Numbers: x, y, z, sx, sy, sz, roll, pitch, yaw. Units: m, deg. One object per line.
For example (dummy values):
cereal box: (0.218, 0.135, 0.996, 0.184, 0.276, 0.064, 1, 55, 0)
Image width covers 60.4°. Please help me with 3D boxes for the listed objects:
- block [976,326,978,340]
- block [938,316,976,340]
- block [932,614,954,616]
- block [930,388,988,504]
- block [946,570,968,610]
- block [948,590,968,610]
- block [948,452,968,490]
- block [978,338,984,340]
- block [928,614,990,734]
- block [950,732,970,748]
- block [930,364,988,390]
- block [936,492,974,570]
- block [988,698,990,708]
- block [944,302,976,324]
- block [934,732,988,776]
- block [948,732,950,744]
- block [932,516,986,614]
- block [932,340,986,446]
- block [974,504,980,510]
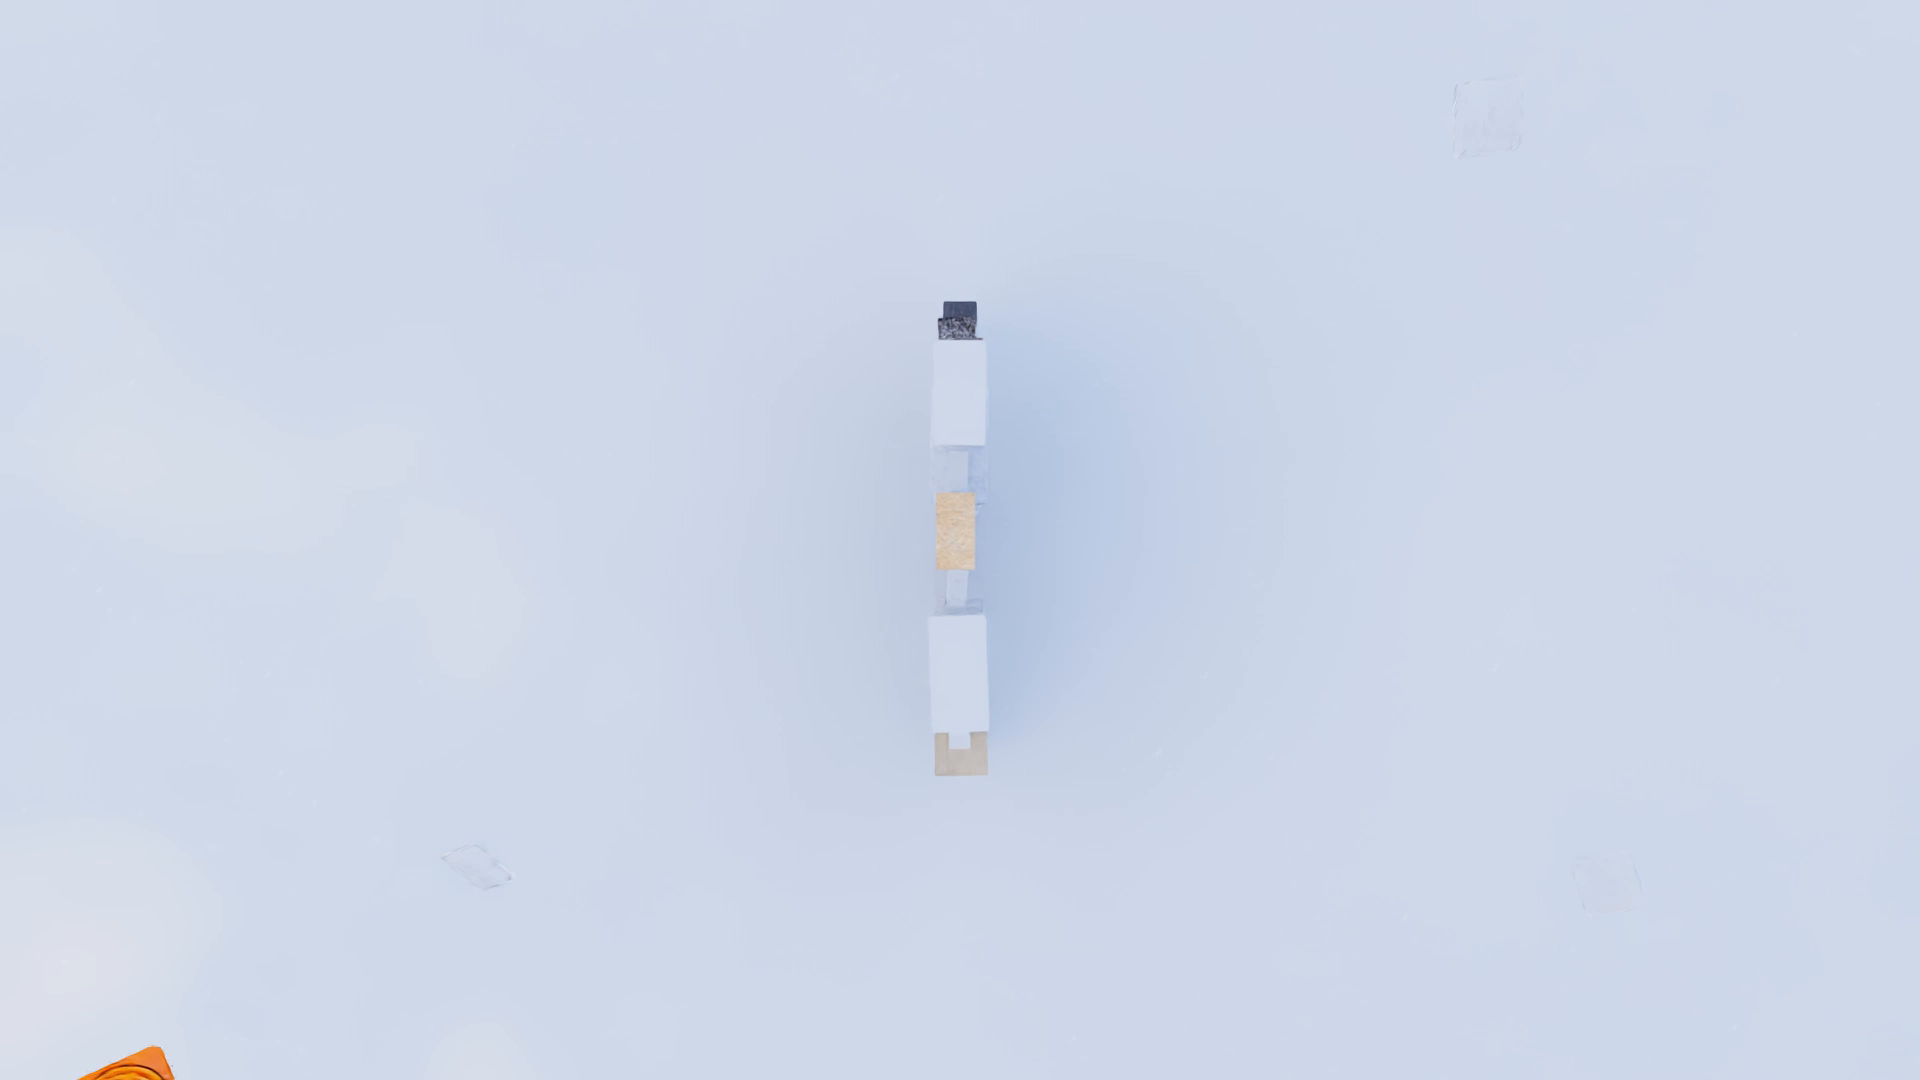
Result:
block: (0.000, -0.580, 4.771, 0.103, 0.360, 0.029, 0, 90, 0)
block: (-0.005, -0.514, 4.576, 0.103, 0.029, 0.205, -3, 90, 0)
block: (-0.006, 0.346, 4.617, 0.139, 0.039, 0.278, 0, 90, 0)
block: (-0.002, -0.253, 4.467, 0.154, 0.044, 0.308, 0, 90, 0)
block: (-0.009, 0.137, 4.661, 0.057, 0.016, 0.113, 4, 90, 2)
block: (-0.006, 0.146, 4.792, 0.058, 0.016, 0.115, 2, 90, 1)
block: (-0.005, -0.183, 4.338, 0.050, 0.014, 0.100, 0, 90, 0)
block: (0.004, -0.495, 5.202, 0.139, 0.039, 0.278, 0, 90, 0)
block: (-0.004, 0.345, 4.275, 0.150, 0.043, 0.301, -2, 91, 0)
block: (-0.001, 0.554, 4.873, 0.062, 0.017, 0.123, 0, 90, 0)
block: (-0.004, -0.341, 4.820, 0.169, 0.048, 0.338, 0, 90, 0)
block: (-0.012, -0.022, 4.232, 0.099, 0.028, 0.198, 0, 90, 1)
block: (0.004, 0.447, 4.447, 0.150, 0.301, 0.043, -2, 90, 0)
block: (0.000, -0.616, 4.966, 0.101, 0.029, 0.203, 0, 90, 0)
block: (0.002, 0.554, 5.029, 0.162, 0.046, 0.324, -1, 90, 0)
block: (-0.004, 0.594, 4.944, 0.062, 0.123, 0.017, -1, 91, 0)
block: (-0.002, 0.090, 4.938, 0.159, 0.045, 0.318, 0, 90, 0)
block: (-0.001, -0.370, 4.162, 0.132, 0.037, 0.264, 1, 90, 0)
block: (0.001, -0.223, 5.226, 0.128, 0.036, 0.256, 0, 90, 0)
